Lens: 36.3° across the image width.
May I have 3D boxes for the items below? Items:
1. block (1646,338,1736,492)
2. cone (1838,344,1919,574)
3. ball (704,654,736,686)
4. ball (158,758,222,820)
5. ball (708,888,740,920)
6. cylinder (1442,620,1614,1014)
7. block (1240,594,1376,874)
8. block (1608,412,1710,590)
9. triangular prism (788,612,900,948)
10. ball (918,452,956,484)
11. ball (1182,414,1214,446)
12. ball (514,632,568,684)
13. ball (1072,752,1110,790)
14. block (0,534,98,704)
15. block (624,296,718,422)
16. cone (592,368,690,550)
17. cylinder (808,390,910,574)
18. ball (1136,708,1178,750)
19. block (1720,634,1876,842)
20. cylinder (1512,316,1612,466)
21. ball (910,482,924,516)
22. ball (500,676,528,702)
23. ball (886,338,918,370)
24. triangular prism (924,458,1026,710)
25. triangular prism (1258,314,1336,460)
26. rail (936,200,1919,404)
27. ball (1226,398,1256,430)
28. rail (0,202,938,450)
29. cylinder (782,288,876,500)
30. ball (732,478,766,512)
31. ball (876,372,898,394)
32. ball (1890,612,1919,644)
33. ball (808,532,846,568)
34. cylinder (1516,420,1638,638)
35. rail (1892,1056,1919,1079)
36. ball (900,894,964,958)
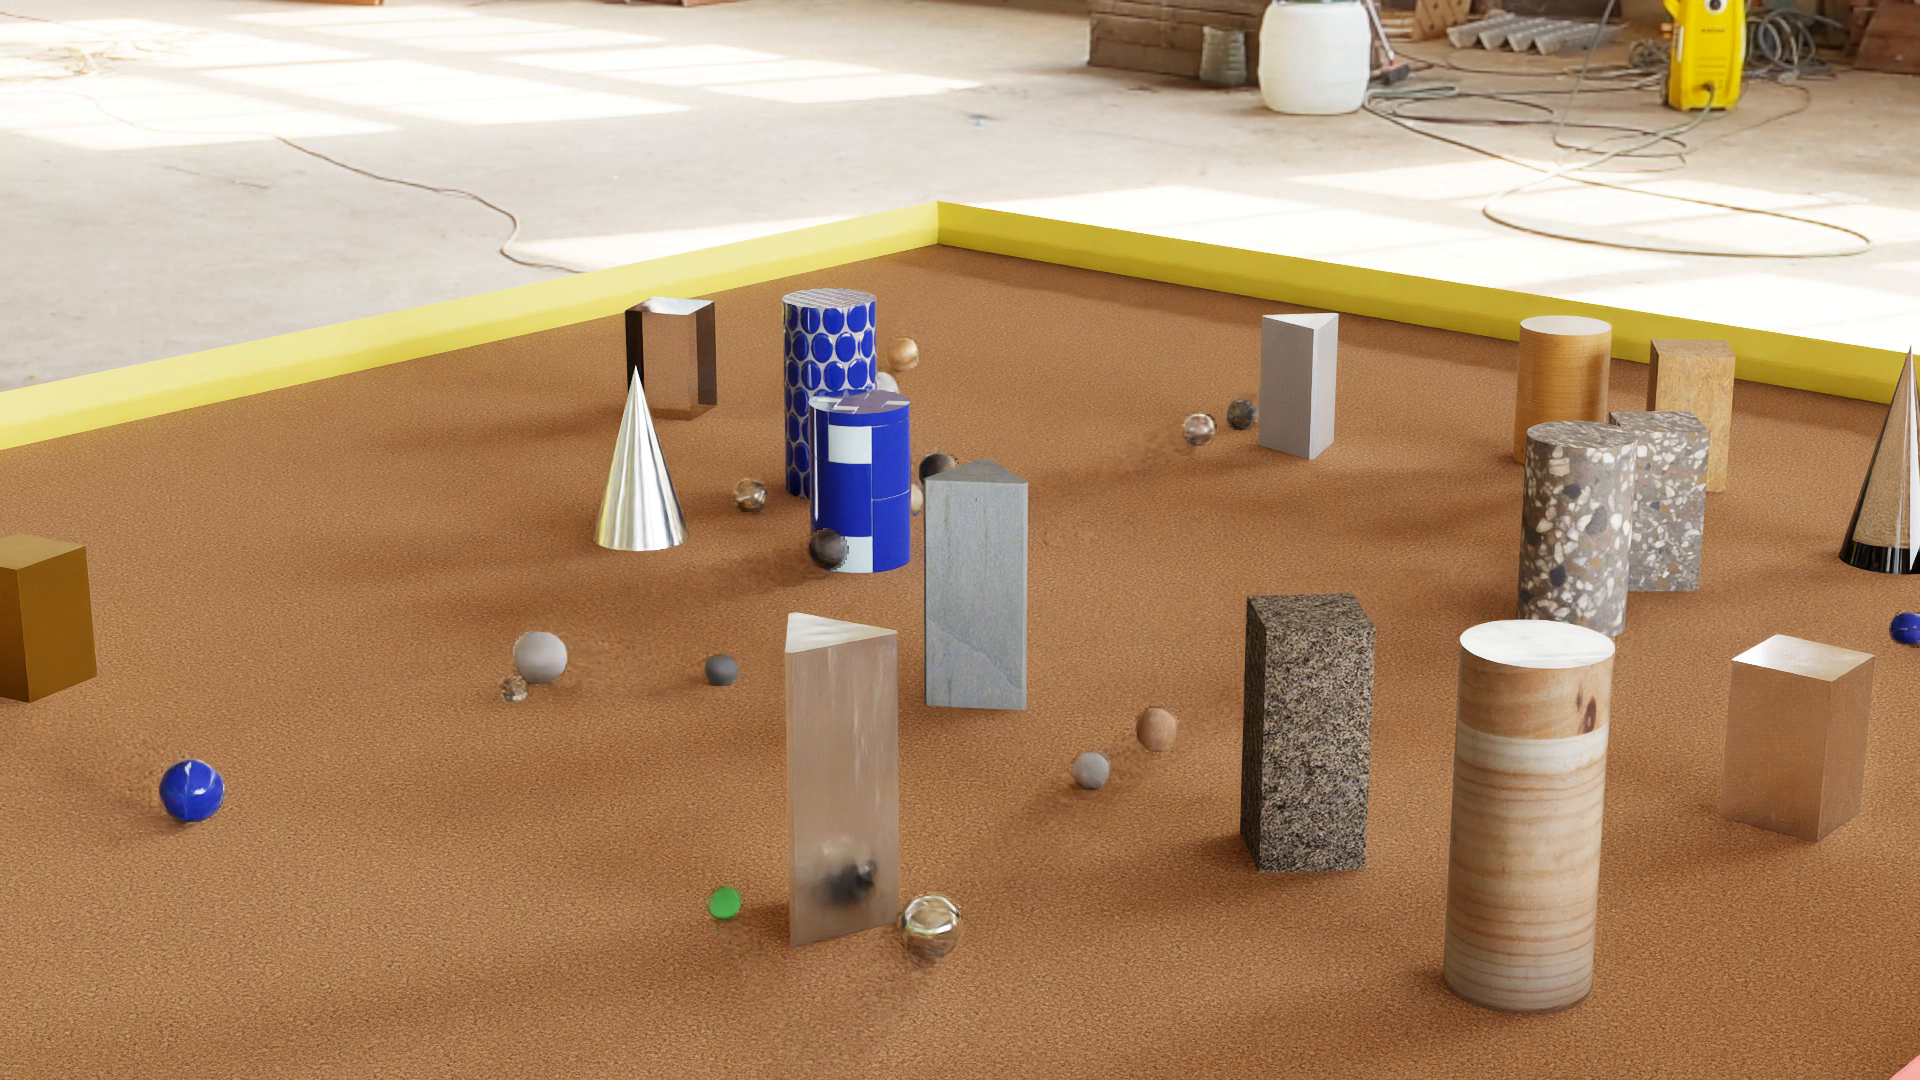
[{"bbox_3d":[1.433,-0.247,5.773,0.145,0.270,0.145,2,17,7],"label":"block"},{"bbox_3d":[1.684,-0.157,5.250,0.181,0.403,0.181,0,17,0],"label":"cone"},{"bbox_3d":[-0.380,0.205,4.658,0.052,0.052,0.052,0,17,0],"label":"ball"},{"bbox_3d":[-1.080,0.351,4.118,0.087,0.087,0.087,0,17,0],"label":"ball"},{"bbox_3d":[-0.305,0.472,3.799,0.041,0.041,0.041,0,17,0],"label":"ball"},{"bbox_3d":[0.688,0.335,3.558,0.181,0.442,0.181,0,17,0],"label":"cylinder"},{"bbox_3d":[0.468,0.260,3.971,0.145,0.345,0.145,-1,17,-5],"label":"block"},{"bbox_3d":[1.220,-0.069,5.159,0.145,0.287,0.145,0,17,1],"label":"block"},{"bbox_3d":[-0.180,0.299,3.758,0.157,0.395,0.136,-10,19,-30],"label":"triangular prism"},{"bbox_3d":[-0.043,-0.133,5.732,0.077,0.077,0.077,0,17,0],"label":"ball"},{"bbox_3d":[0.493,-0.227,6.058,0.067,0.067,0.067,0,17,0],"label":"ball"},{"bbox_3d":[-0.667,0.187,4.665,0.083,0.083,0.083,0,17,0],"label":"ball"},{"bbox_3d":[0.190,0.333,4.233,0.054,0.054,0.054,0,17,0],"label":"ball"},{"bbox_3d":[-1.483,0.122,4.645,0.145,0.219,0.145,9,19,28],"label":"block"},{"bbox_3d":[-0.621,-0.391,6.316,0.145,0.232,0.145,6,18,18],"label":"block"},{"bbox_3d":[-0.592,-0.163,5.400,0.181,0.326,0.181,0,17,0],"label":"cone"},{"bbox_3d":[-0.180,-0.107,5.273,0.181,0.293,0.181,0,17,0],"label":"cylinder"},{"bbox_3d":[0.294,0.283,4.384,0.062,0.062,0.062,0,17,0],"label":"ball"},{"bbox_3d":[1.173,0.276,4.109,0.145,0.236,0.145,14,21,38],"label":"block"},{"bbox_3d":[1.216,-0.297,5.922,0.181,0.280,0.181,0,17,0],"label":"cylinder"},{"bbox_3d":[-0.102,-0.078,5.572,0.064,0.064,0.064,0,17,0],"label":"ball"},{"bbox_3d":[-0.697,0.233,4.582,0.043,0.043,0.043,0,17,0],"label":"ball"},{"bbox_3d":[-0.131,-0.426,6.706,0.073,0.073,0.073,0,17,0],"label":"ball"},{"bbox_3d":[0.032,0.066,4.578,0.157,0.365,0.136,2,17,7],"label":"triangular prism"},{"bbox_3d":[0.721,-0.323,6.024,0.136,0.272,0.157,-13,21,-36],"label":"triangular prism"},{"bbox_3d":[1.513,-0.476,6.789,4.218,0.118,0.045,14,22,39],"label":"rail"},{"bbox_3d":[0.594,-0.266,6.190,0.064,0.064,0.064,0,17,0],"label":"ball"},{"bbox_3d":[-1.575,-0.367,6.430,0.045,0.118,4.663,14,22,39],"label":"rail"},{"bbox_3d":[-0.252,-0.284,5.706,0.181,0.381,0.181,0,17,0],"label":"cylinder"},{"bbox_3d":[-0.403,-0.085,5.595,0.064,0.064,0.064,0,17,0],"label":"ball"},{"bbox_3d":[-0.177,-0.321,6.337,0.086,0.086,0.086,0,17,0],"label":"ball"},{"bbox_3d":[1.567,0.146,4.848,0.055,0.055,0.055,0,17,0],"label":"ball"},{"bbox_3d":[-0.235,0.017,5.195,0.067,0.067,0.067,0,17,0],"label":"ball"},{"bbox_3d":[1.032,-0.017,4.911,0.181,0.331,0.181,0,17,0],"label":"cylinder"},{"bbox_3d":[1.575,0.426,3.813,0.045,0.118,4.663,14,22,39],"label":"rail"},{"bbox_3d":[-0.035,0.486,3.684,0.080,0.080,0.080,0,17,0],"label":"ball"}]
